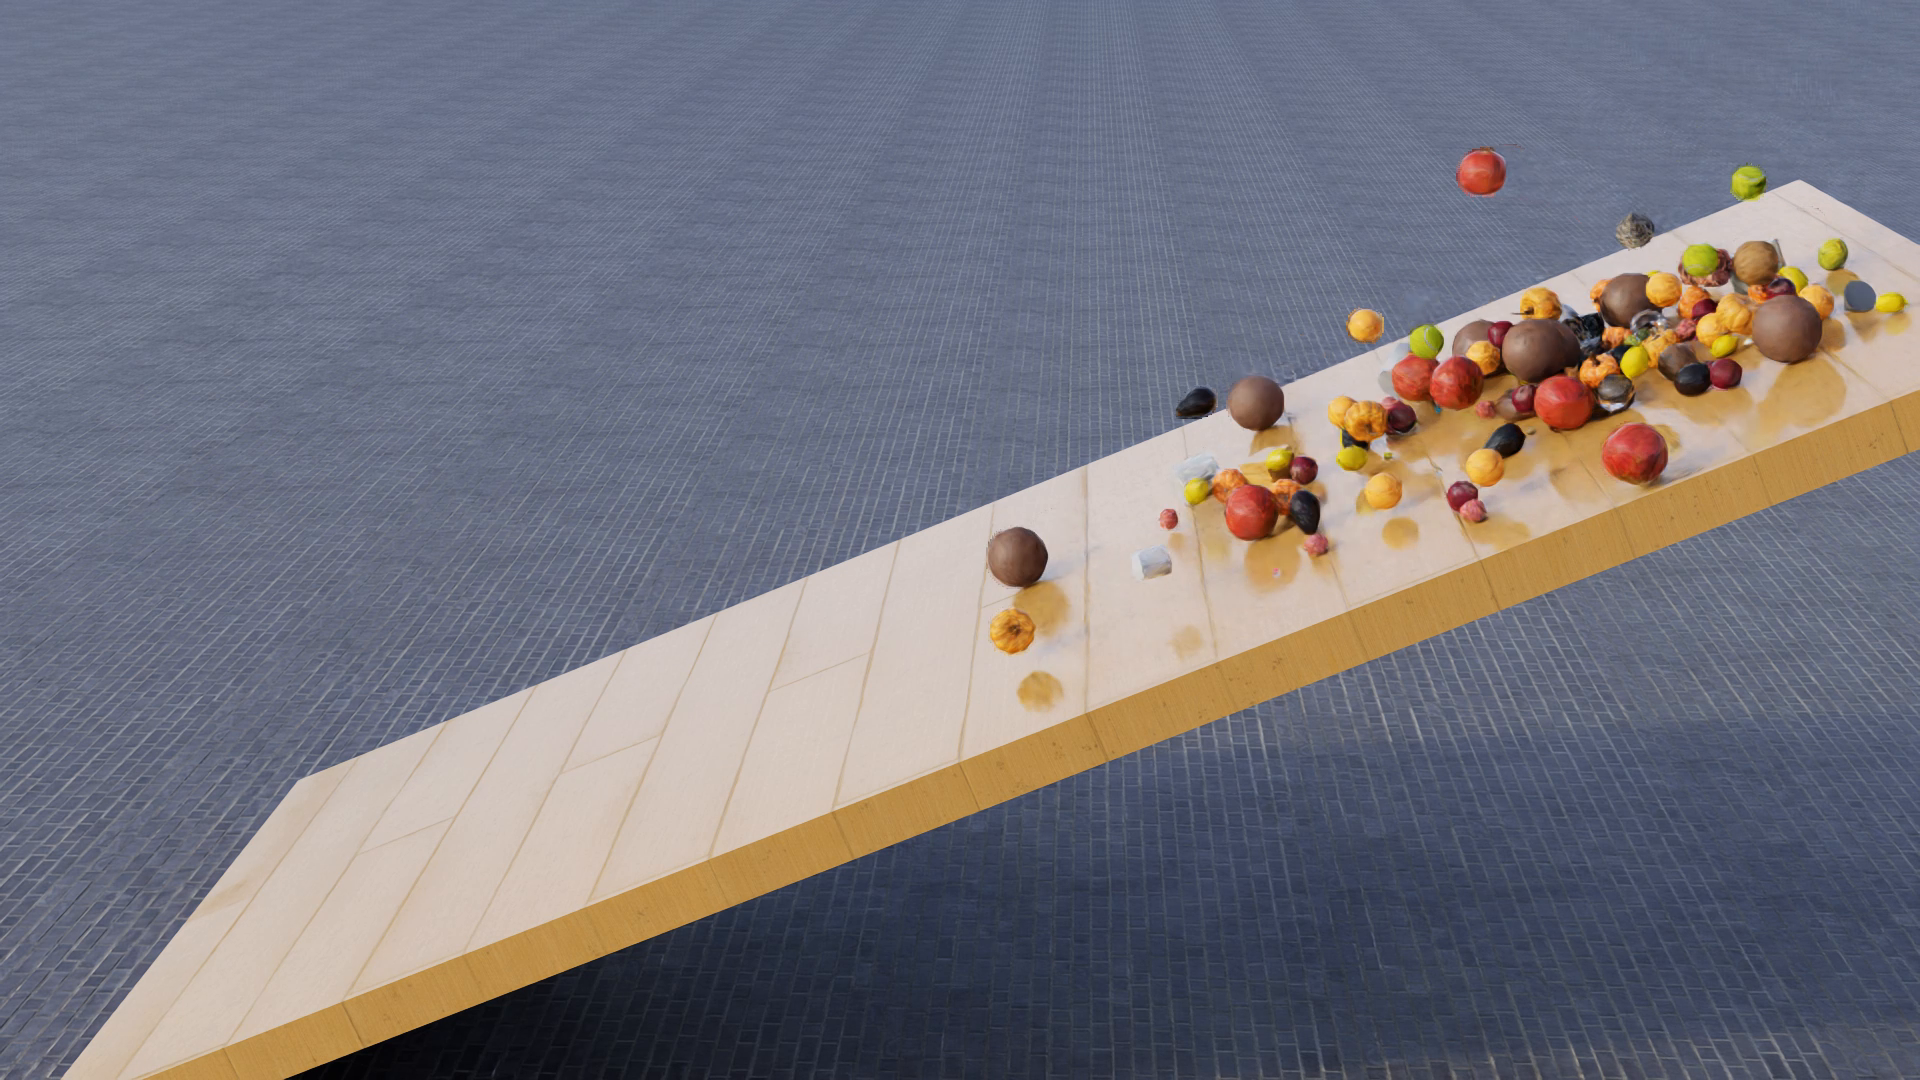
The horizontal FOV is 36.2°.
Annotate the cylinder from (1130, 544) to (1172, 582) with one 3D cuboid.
[{"bbox_3d":[0.371,0.045,5.709,0.060,0.060,0.060,-19,19,-16],"label":"cylinder"}]

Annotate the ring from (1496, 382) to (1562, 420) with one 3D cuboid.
[{"bbox_3d":[1.157,-0.283,5.982,0.137,0.046,0.137,-21,12,5],"label":"ring"}]

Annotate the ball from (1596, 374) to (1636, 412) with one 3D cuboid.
[{"bbox_3d":[1.272,-0.285,5.709,0.075,0.075,0.075,0,14,0],"label":"ball"}]

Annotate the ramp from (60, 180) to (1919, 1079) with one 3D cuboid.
[{"bbox_3d":[0.128,0.172,6.287,4.000,0.100,2.000,-22,12,8],"label":"ramp"}]

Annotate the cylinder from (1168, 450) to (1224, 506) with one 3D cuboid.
[{"bbox_3d":[0.515,-0.135,6.423,0.090,0.090,0.090,-26,20,-11],"label":"cylinder"}]

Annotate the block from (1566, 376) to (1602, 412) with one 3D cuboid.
[{"bbox_3d":[1.245,-0.289,5.829,0.052,0.052,0.052,-28,13,-18],"label":"block"}]

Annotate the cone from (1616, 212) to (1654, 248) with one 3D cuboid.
[{"bbox_3d":[1.503,-0.710,6.567,0.085,0.085,0.085,6,-21,22],"label":"cone"}]

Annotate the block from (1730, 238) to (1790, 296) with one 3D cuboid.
[{"bbox_3d":[1.670,-0.572,6.168,0.084,0.084,0.084,-33,16,-39],"label":"block"}]

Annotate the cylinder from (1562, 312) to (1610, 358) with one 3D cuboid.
[{"bbox_3d":[1.317,-0.431,6.183,0.083,0.083,0.083,-14,3,1],"label":"cylinder"}]

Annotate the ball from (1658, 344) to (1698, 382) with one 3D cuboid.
[{"bbox_3d":[1.398,-0.345,5.730,0.075,0.075,0.075,0,14,0],"label":"ball"}]

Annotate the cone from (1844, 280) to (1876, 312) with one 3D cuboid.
[{"bbox_3d":[1.730,-0.459,5.704,0.067,0.067,0.067,-4,-20,-14],"label":"cone"}]

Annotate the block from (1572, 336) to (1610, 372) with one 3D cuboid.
[{"bbox_3d":[1.310,-0.384,6.106,0.054,0.054,0.054,-16,14,30],"label":"block"}]

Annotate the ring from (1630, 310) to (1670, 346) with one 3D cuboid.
[{"bbox_3d":[1.404,-0.431,5.978,0.083,0.083,0.028,-3,-27,-10],"label":"ring"}]

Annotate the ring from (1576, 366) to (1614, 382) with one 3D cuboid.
[{"bbox_3d":[1.278,-0.326,5.913,0.077,0.026,0.077,-7,-22,-3],"label":"ring"}]

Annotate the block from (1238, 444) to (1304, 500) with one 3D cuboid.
[{"bbox_3d":[0.658,-0.143,6.217,0.082,0.082,0.082,-32,15,-34],"label":"block"}]

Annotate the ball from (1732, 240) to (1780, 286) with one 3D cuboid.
[{"bbox_3d":[1.569,-0.547,5.802,0.090,0.090,0.090,0,14,0],"label":"ball"}]

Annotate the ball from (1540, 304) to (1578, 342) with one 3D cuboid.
[{"bbox_3d":[1.307,-0.473,6.414,0.085,0.085,0.085,0,14,0],"label":"ball"}]

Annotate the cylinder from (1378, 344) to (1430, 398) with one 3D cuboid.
[{"bbox_3d":[0.983,-0.375,6.524,0.087,0.087,0.087,10,53,33],"label":"cylinder"}]

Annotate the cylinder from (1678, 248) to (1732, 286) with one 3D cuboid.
[{"bbox_3d":[1.544,-0.565,6.093,0.077,0.077,0.077,-13,13,-41],"label":"cylinder"}]

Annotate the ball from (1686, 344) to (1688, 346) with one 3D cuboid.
[{"bbox_3d":[1.420,-0.361,5.801,0.056,0.056,0.056,0,14,0],"label":"ball"}]
